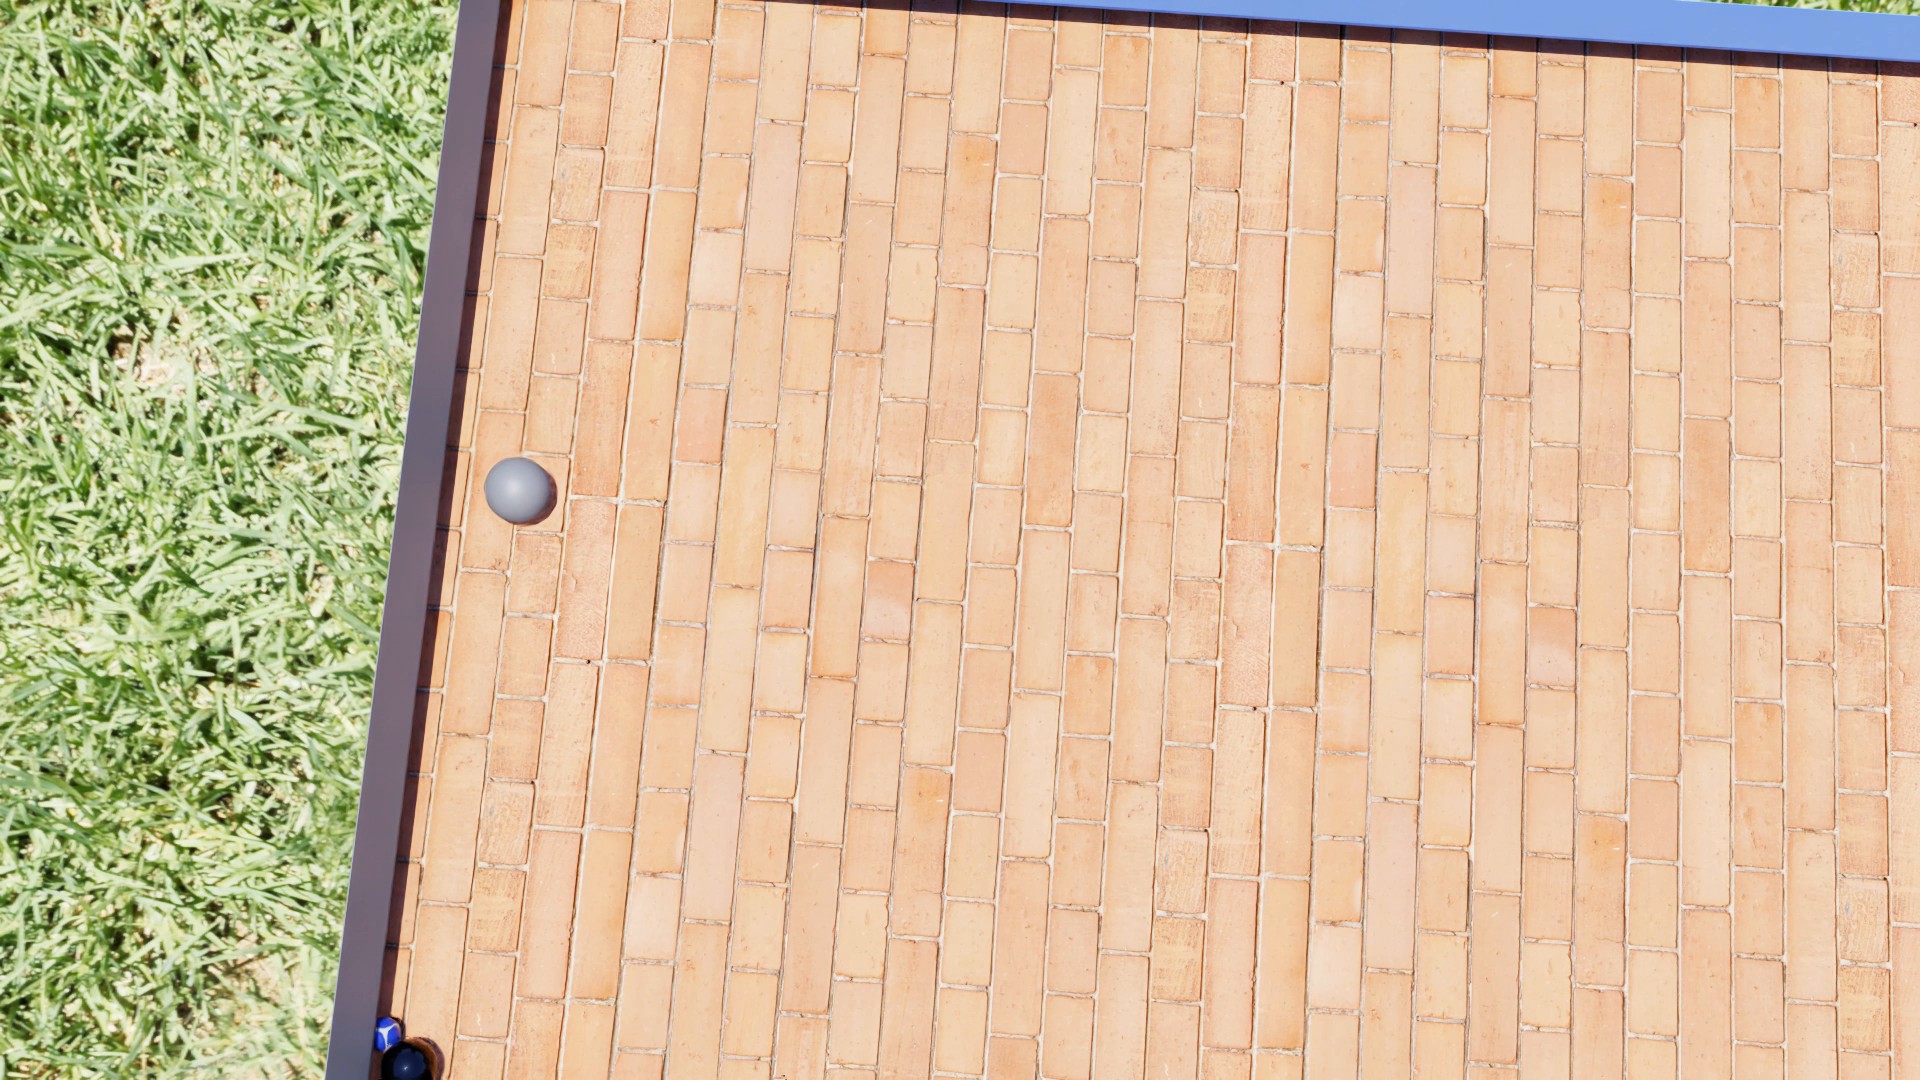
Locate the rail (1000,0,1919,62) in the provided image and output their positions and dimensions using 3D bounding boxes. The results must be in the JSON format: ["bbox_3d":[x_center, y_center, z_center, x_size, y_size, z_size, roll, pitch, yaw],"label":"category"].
[{"bbox_3d":[0.886,-0.809,3.438,3.303,0.128,0.045,4,78,1],"label":"rail"}]

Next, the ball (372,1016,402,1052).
[{"bbox_3d":[-0.829,0.711,3.166,0.049,0.049,0.049,0,78,0],"label":"ball"}]

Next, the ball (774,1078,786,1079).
[{"bbox_3d":[-0.258,0.795,3.148,0.050,0.050,0.050,0,78,0],"label":"ball"}]

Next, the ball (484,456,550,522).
[{"bbox_3d":[-0.665,-0.076,3.303,0.099,0.099,0.099,0,78,0],"label":"ball"}]

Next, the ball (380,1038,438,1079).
[{"bbox_3d":[-0.787,0.753,3.141,0.080,0.080,0.080,0,78,0],"label":"ball"}]

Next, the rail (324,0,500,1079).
[{"bbox_3d":[-0.800,-0.062,3.284,0.045,0.128,1.808,4,78,1],"label":"rail"}]
